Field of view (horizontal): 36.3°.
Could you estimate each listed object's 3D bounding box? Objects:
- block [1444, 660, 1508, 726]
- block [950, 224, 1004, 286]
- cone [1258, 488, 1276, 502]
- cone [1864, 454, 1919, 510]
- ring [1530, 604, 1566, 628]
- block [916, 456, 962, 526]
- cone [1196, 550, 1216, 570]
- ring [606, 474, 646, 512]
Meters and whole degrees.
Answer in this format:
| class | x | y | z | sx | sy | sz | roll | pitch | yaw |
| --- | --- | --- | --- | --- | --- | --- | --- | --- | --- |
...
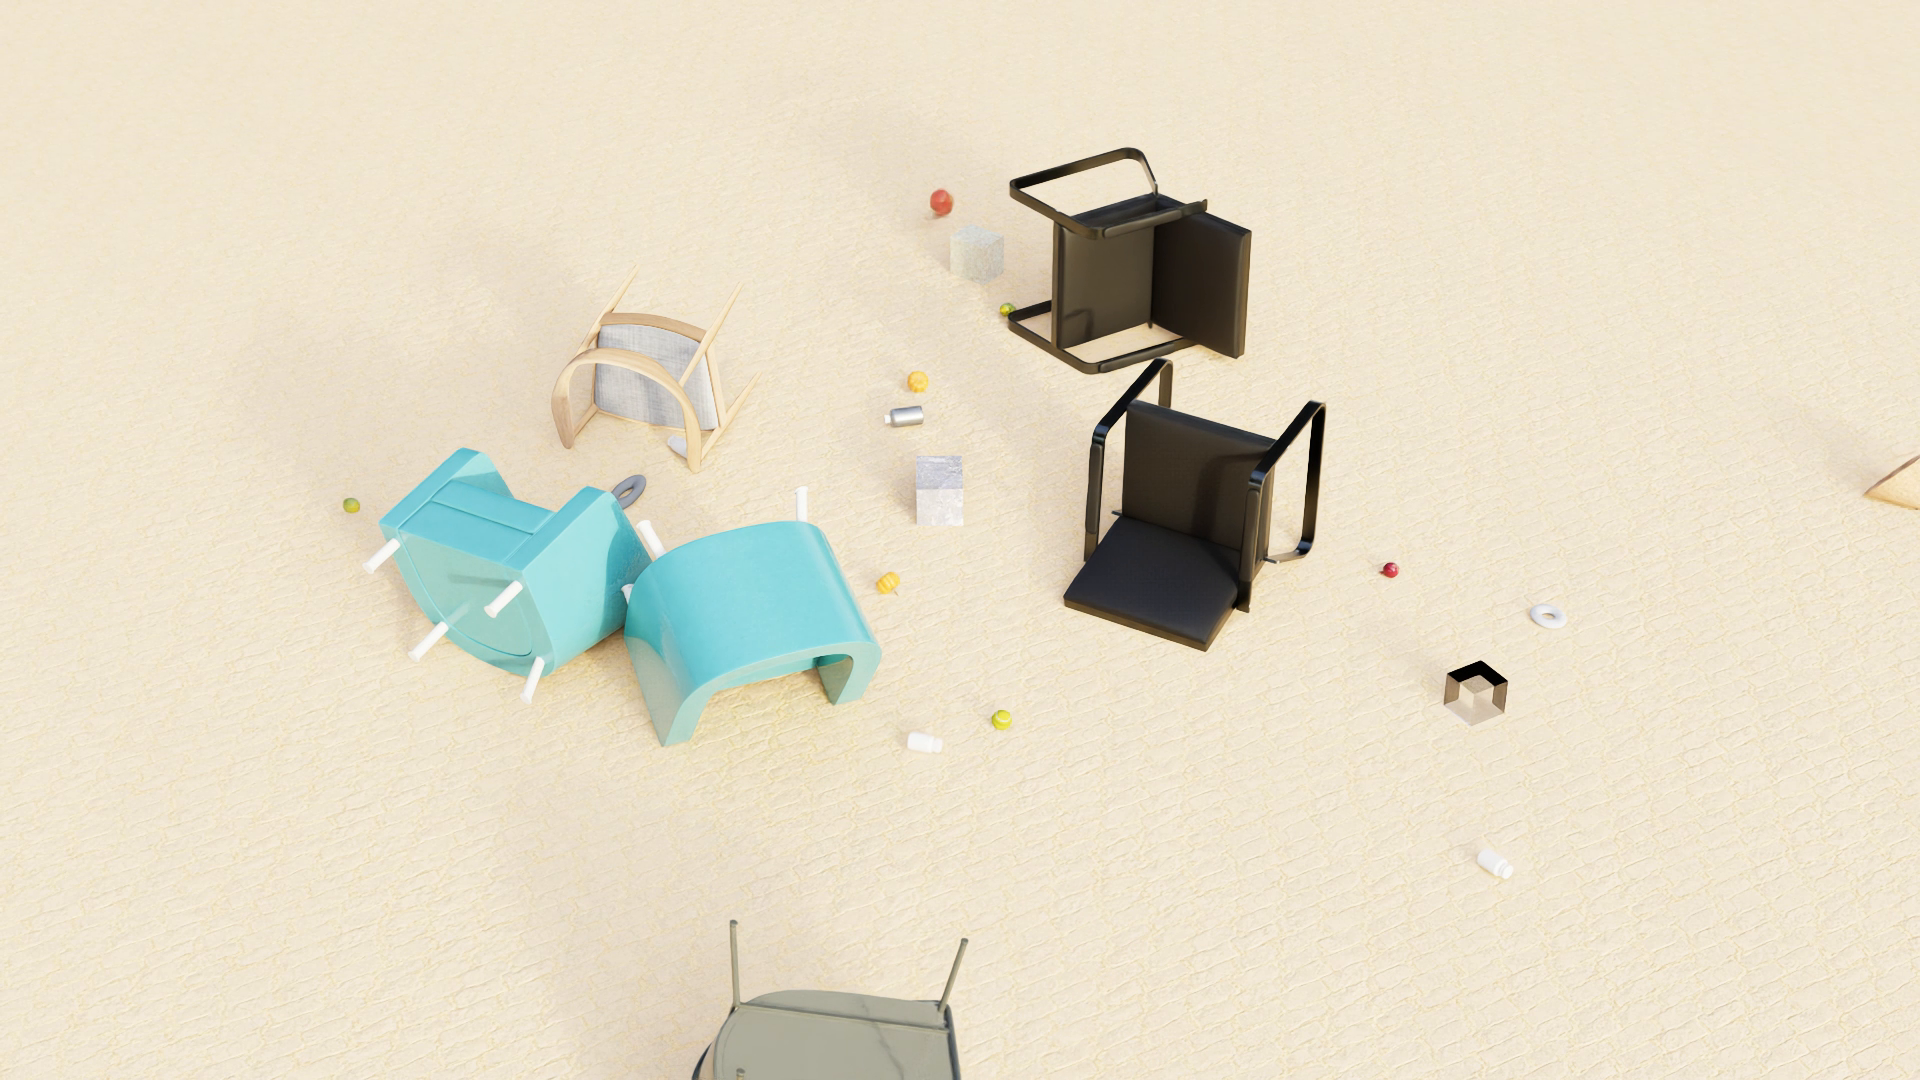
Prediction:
| class | x | y | z | sx | sy | sz | roll | pitch | yaw |
| --- | --- | --- | --- | --- | --- | --- | --- | --- | --- |
| block | 1.763 | 0.524 | 10.025 | 0.151 | 0.137 | 0.144 | -19 | 38 | -26 |
| block | 0.074 | -1.231 | 12.649 | 0.180 | 0.181 | 0.146 | 23 | 40 | 30 |
| cone | 1.173 | -0.179 | 11.162 | 0.074 | 0.060 | 0.042 | -12 | 35 | -17 |
| cone | 3.618 | -0.185 | 11.114 | 0.325 | 0.308 | 0.196 | -34 | 84 | -8 |
| ring | 2.108 | 0.274 | 10.504 | 0.120 | 0.028 | 0.149 | -16 | 36 | -22 |
| block | -0.077 | -0.187 | 11.082 | 0.173 | 0.161 | 0.239 | 0 | 33 | -1 |
| cone | 0.892 | 0.072 | 10.808 | 0.080 | 0.067 | 0.063 | -7 | 5 | -22 |
| ring | -1.273 | -0.178 | 11.179 | 0.108 | 0.039 | 0.264 | 12 | 36 | 19 |
